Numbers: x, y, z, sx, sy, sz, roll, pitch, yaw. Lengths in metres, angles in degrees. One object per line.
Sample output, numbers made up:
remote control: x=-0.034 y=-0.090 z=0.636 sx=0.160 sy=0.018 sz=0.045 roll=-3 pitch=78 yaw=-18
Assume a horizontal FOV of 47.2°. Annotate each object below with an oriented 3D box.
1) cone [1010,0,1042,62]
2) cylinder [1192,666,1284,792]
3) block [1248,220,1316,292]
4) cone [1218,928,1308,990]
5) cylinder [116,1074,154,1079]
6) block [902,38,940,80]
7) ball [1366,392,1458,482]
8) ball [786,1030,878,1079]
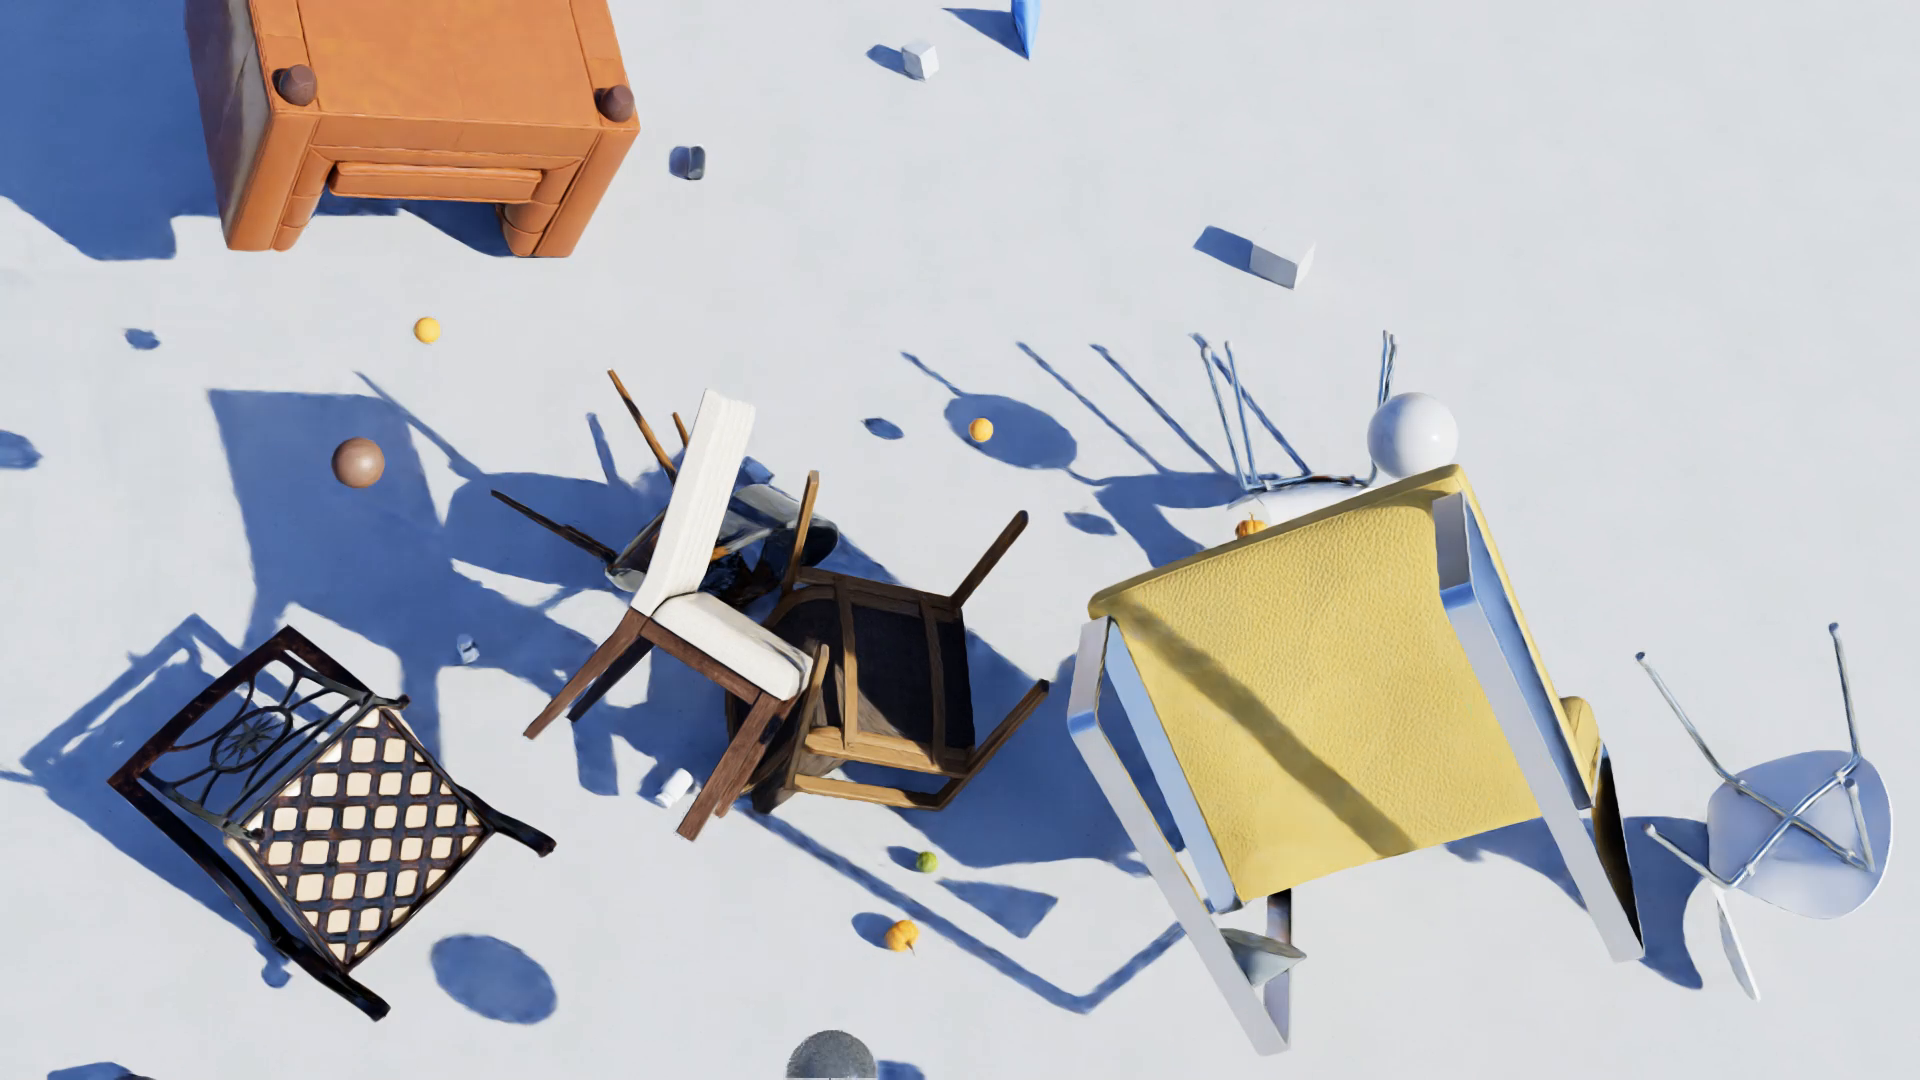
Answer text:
cone: x=0.236 y=-1.774 z=7.703 sx=0.112 sy=0.236 sz=0.203 roll=-3 pitch=86 yaw=0
cylinder: x=0.763 y=0.517 z=6.035 sx=0.168 sy=0.257 sz=0.313 roll=16 pitch=90 yaw=13
block: x=1.042 y=-0.920 z=7.114 sx=0.165 sy=0.129 sz=0.120 roll=28 pitch=61 yaw=18
cone: x=0.724 y=1.043 z=5.371 sx=0.231 sy=0.204 sz=0.122 roll=16 pitch=93 yaw=40
cylinder: x=-2.077 y=1.419 z=5.517 sx=0.244 sy=0.112 sz=0.102 roll=3 pitch=16 yaw=24
block: x=-0.137 y=-1.669 z=7.623 sx=0.072 sy=0.097 sz=0.095 roll=-40 pitch=51 yaw=-23
ball: x=1.206 y=-0.274 z=5.865 sx=0.241 sy=0.241 sz=0.241 roll=0 pitch=56 yaw=0
ball: x=-0.289 y=1.211 z=4.959 sx=0.209 sy=0.209 sz=0.209 roll=0 pitch=56 yaw=0
